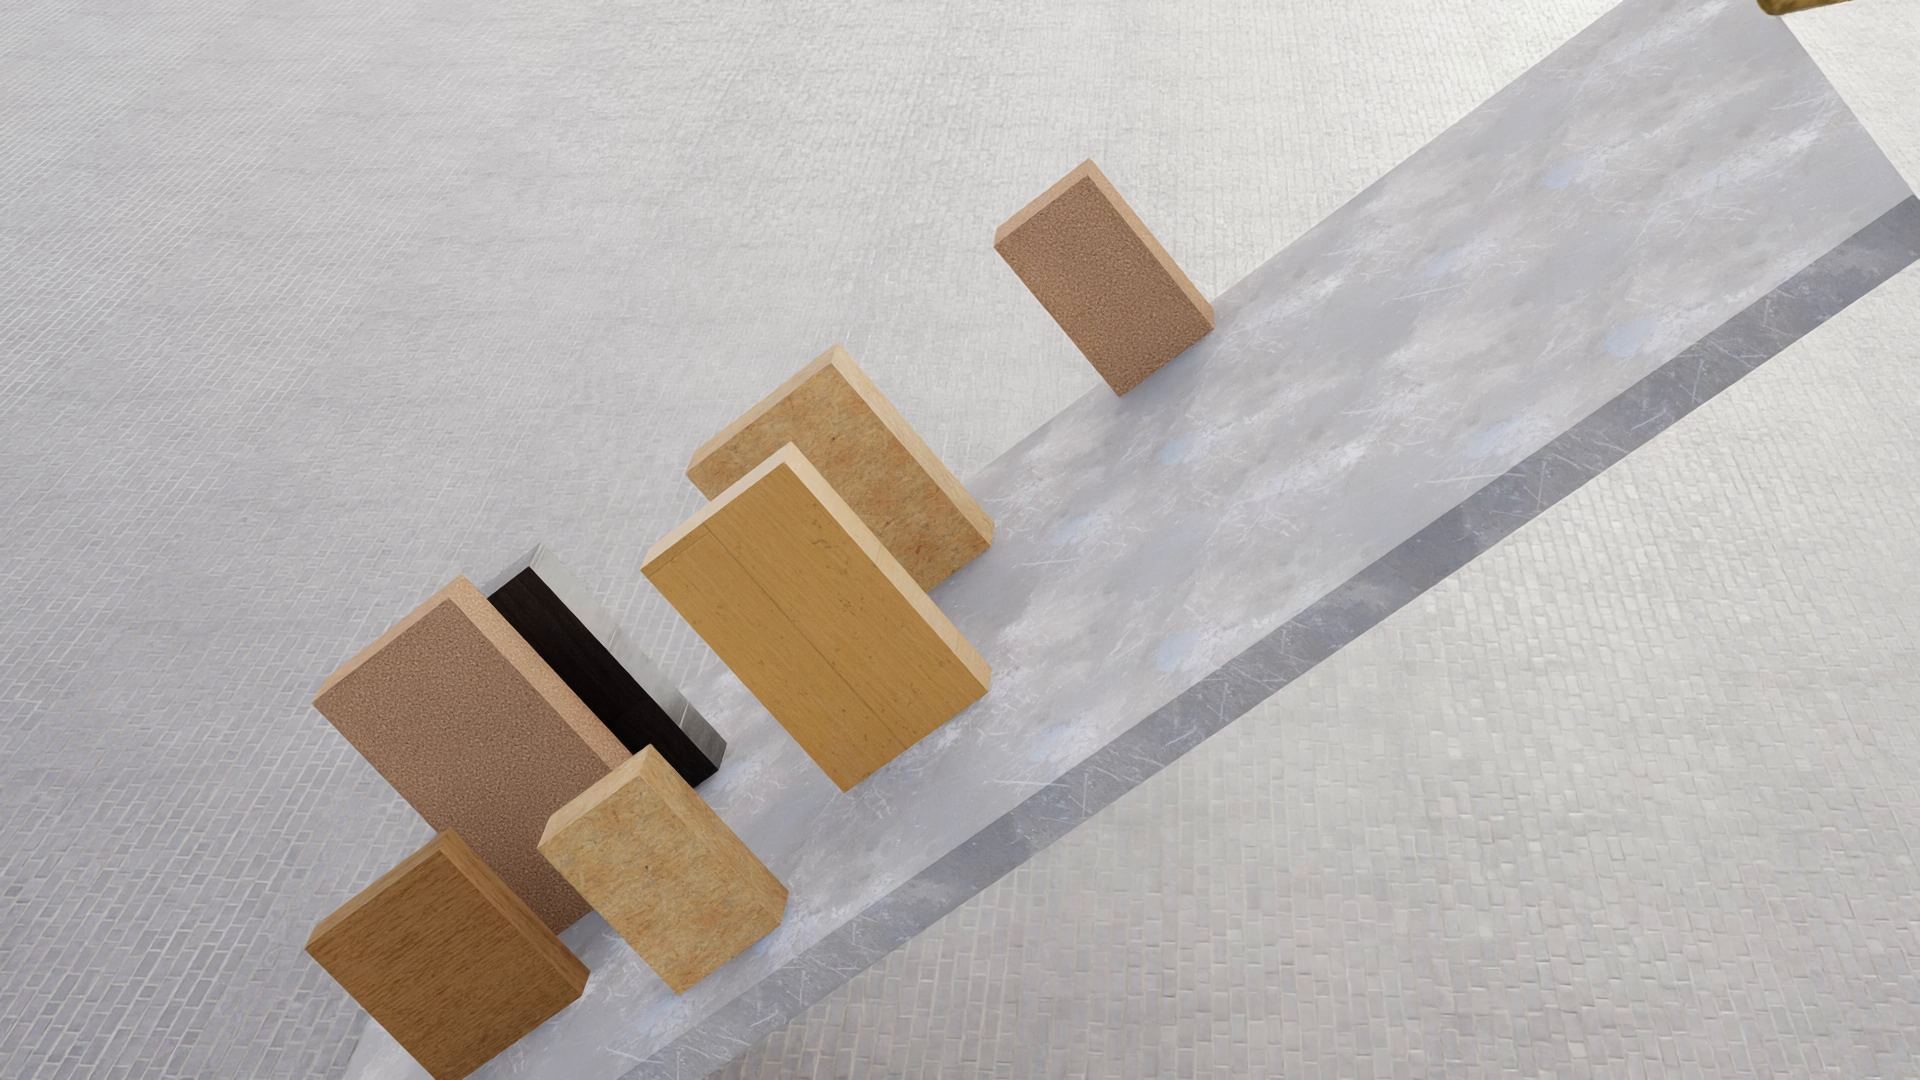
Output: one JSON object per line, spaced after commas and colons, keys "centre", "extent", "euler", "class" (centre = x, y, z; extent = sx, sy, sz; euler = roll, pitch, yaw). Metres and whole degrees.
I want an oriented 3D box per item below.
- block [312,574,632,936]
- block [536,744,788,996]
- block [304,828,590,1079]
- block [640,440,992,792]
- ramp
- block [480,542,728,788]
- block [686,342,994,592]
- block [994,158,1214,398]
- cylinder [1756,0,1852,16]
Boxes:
{"centre": [-1.017, 0.495, 6.569], "extent": [0.423, 0.768, 0.126], "euler": [-36, 16, 18], "class": "block"}
{"centre": [-0.581, 0.649, 5.777], "extent": [0.269, 0.417, 0.129], "euler": [-36, 16, 18], "class": "block"}
{"centre": [-1.090, 0.895, 6.263], "extent": [0.400, 0.443, 0.097], "euler": [-36, 16, 18], "class": "block"}
{"centre": [-0.289, 0.163, 5.991], "extent": [0.386, 0.639, 0.109], "euler": [-36, 16, 18], "class": "block"}
{"centre": [0.121, 0.185, 6.341], "extent": [4.000, 0.100, 2.000], "euler": [-36, 16, 18], "class": "ramp"}
{"centre": [-0.901, 0.371, 6.843], "extent": [0.364, 0.654, 0.135], "euler": [-36, 16, 18], "class": "block"}
{"centre": [-0.274, -0.095, 6.785], "extent": [0.441, 0.567, 0.136], "euler": [-36, 16, 18], "class": "block"}
{"centre": [0.340, -0.615, 6.914], "extent": [0.280, 0.476, 0.141], "euler": [-36, 16, 18], "class": "block"}
{"centre": [1.687, -1.148, 5.826], "extent": [0.189, 0.189, 0.189], "euler": [-6, 15, 42], "class": "cylinder"}
